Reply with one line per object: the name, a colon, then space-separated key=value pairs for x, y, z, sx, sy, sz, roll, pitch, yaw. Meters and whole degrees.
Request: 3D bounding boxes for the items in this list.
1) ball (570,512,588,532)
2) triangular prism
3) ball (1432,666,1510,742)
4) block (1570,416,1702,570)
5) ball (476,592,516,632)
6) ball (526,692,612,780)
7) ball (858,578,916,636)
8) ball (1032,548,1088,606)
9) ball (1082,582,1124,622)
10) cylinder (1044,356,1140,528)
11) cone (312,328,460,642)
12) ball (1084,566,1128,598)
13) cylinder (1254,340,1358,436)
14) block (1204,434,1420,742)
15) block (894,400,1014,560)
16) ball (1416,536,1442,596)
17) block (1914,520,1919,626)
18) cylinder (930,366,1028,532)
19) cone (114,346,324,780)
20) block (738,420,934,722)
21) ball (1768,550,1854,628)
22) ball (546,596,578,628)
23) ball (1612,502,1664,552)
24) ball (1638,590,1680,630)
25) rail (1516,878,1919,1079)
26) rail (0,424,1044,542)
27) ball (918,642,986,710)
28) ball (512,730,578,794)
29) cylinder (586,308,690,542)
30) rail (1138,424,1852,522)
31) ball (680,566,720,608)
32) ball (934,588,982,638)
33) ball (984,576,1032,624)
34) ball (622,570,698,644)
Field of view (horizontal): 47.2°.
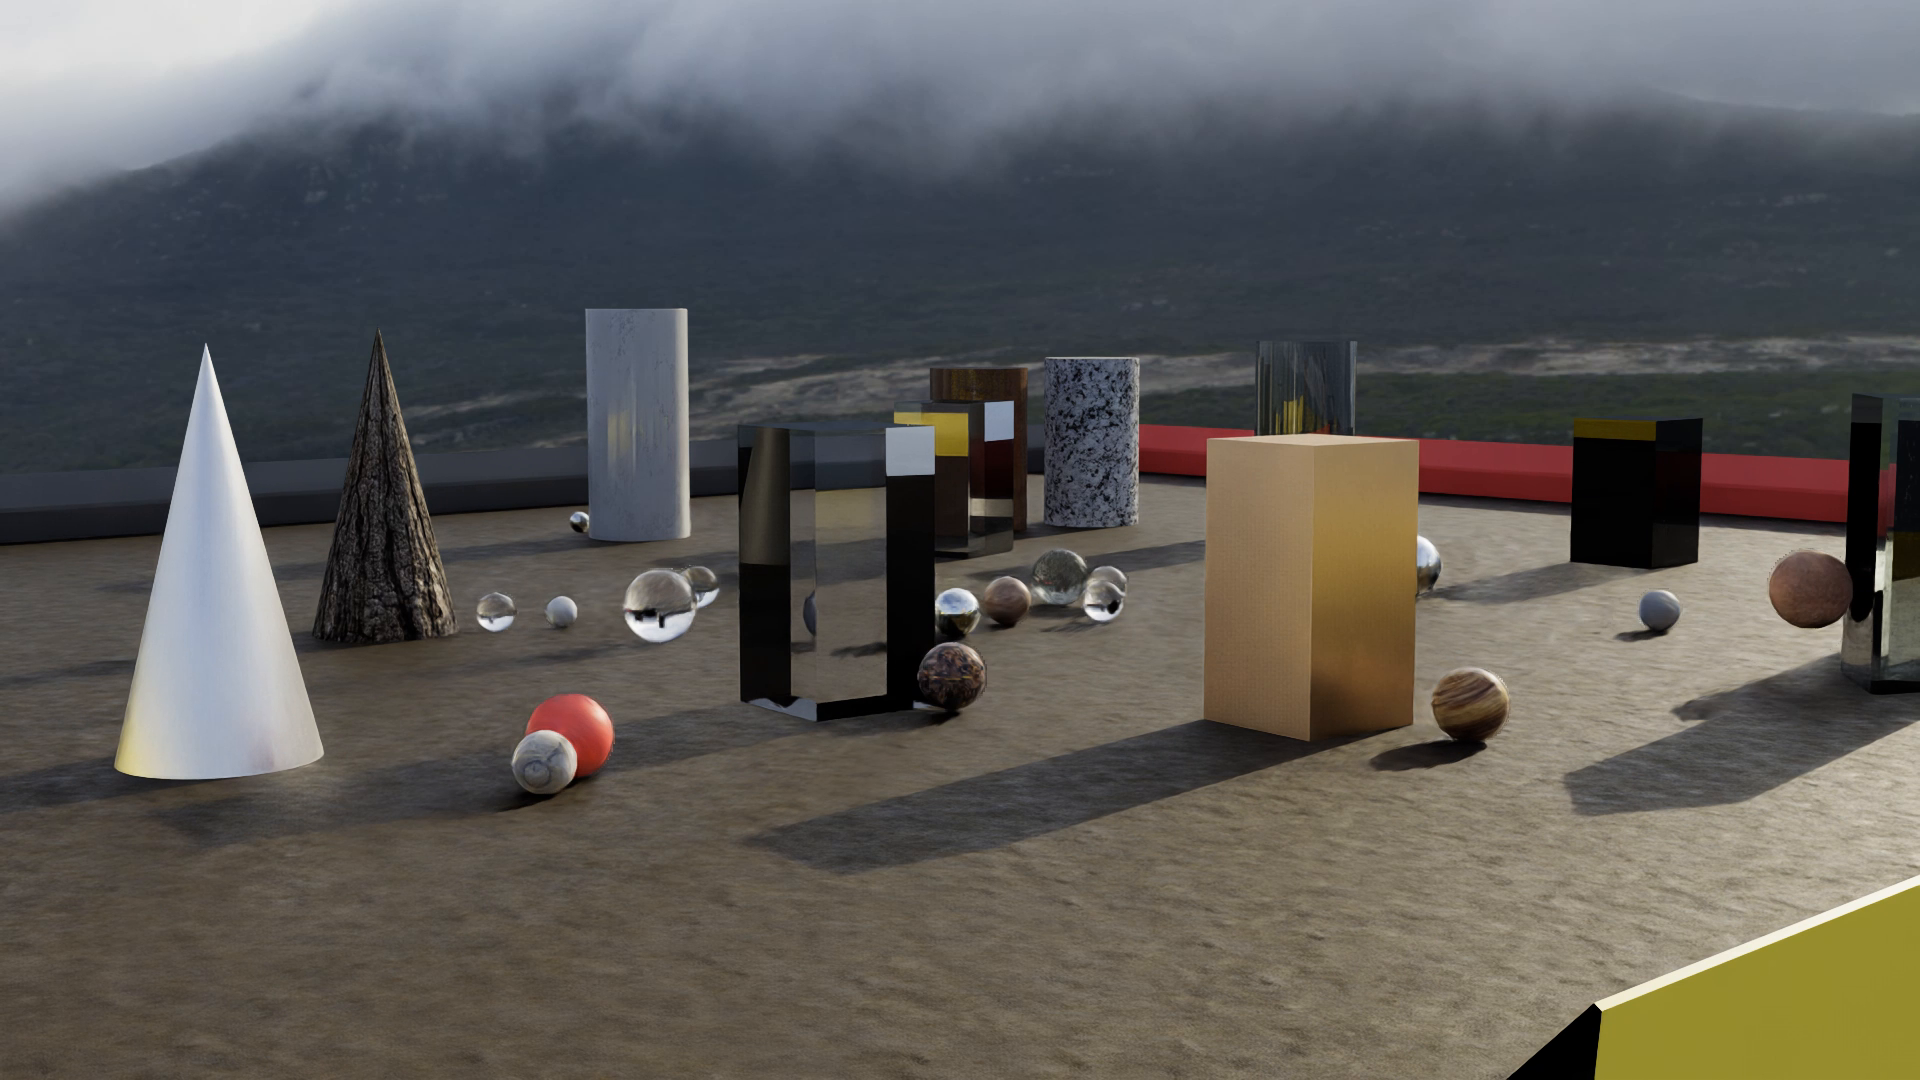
ball: x=-0.768 y=-0.036 z=4.440 sx=0.041 sy=0.041 sz=0.041 roll=0 pitch=6 yaw=0
triangular prism: x=1.121 y=-0.001 z=2.639 sx=0.172 sy=0.345 sz=0.149 roll=-2 pitch=6 yaw=-19
ball: x=0.529 y=0.170 z=2.278 sx=0.078 sy=0.078 sz=0.078 roll=0 pitch=6 yaw=0
block: x=1.199 y=-0.088 z=3.899 sx=0.159 sy=0.256 sz=0.159 roll=-6 pitch=8 yaw=-43
ball: x=-0.645 y=0.101 z=3.059 sx=0.054 sy=0.054 sz=0.054 roll=0 pitch=6 yaw=0
ball: x=-0.373 y=0.187 z=2.098 sx=0.082 sy=0.082 sz=0.082 roll=0 pitch=6 yaw=0
ball: x=-0.100 y=0.092 z=3.019 sx=0.080 sy=0.080 sz=0.080 roll=0 pitch=6 yaw=0
ball: x=0.152 y=0.057 z=3.330 sx=0.086 sy=0.086 sz=0.086 roll=0 pitch=6 yaw=0
ball: x=0.206 y=0.088 z=3.159 sx=0.058 sy=0.058 sz=0.058 roll=0 pitch=6 yaw=0
cylinder: x=0.276 y=-0.209 z=4.623 sx=0.199 sy=0.347 sz=0.199 roll=0 pitch=6 yaw=0
cone: x=-0.799 y=-0.084 z=3.039 sx=0.199 sy=0.426 sz=0.199 roll=0 pitch=6 yaw=0
ball: x=0.220 y=0.071 z=3.299 sx=0.064 sy=0.064 sz=0.064 roll=0 pitch=6 yaw=0
cylinder: x=0.684 y=-0.202 z=4.367 sx=0.199 sy=0.386 sz=0.199 roll=0 pitch=6 yaw=0
block: x=0.378 y=0.045 z=2.376 sx=0.159 sy=0.307 sz=0.159 roll=-4 pitch=7 yaw=-37
block: x=-0.011 y=-0.116 z=4.051 sx=0.159 sy=0.279 sz=0.159 roll=4 pitch=7 yaw=32
ball: x=0.699 y=0.040 z=3.429 sx=0.100 sy=0.100 sz=0.100 roll=0 pitch=6 yaw=0
block: x=1.467 y=-0.051 z=3.086 sx=0.159 sy=0.350 sz=0.159 roll=-4 pitch=7 yaw=-34
cylinder: x=0.038 y=-0.186 z=4.484 sx=0.199 sy=0.330 sz=0.199 roll=0 pitch=6 yaw=0
cone: x=-0.739 y=0.012 z=2.175 sx=0.199 sy=0.414 sz=0.199 roll=0 pitch=6 yaw=0
block: x=-0.140 y=0.029 z=2.485 sx=0.159 sy=0.317 sz=0.159 roll=-4 pitch=7 yaw=-37
ball: x=1.035 y=0.060 z=2.674 sx=0.096 sy=0.096 sz=0.096 roll=0 pitch=6 yaw=0
ball: x=-0.562 y=0.102 z=3.102 sx=0.044 sy=0.044 sz=0.044 roll=0 pitch=6 yaw=0
ball: x=1.255 y=-0.023 z=4.069 sx=0.092 sy=0.092 sz=0.092 roll=0 pitch=6 yaw=0
ball: x=0.978 y=0.098 z=3.076 sx=0.057 sy=0.057 sz=0.057 roll=0 pitch=6 yaw=0
rail: x=1.283 y=0.178 z=1.948 sx=4.541 sy=0.129 sz=0.045 roll=-5 pitch=8 yaw=-42
rail: x=-1.283 y=-0.110 z=4.715 sx=4.541 sy=0.129 sz=0.045 roll=-5 pitch=8 yaw=-42
ball: x=-0.009 y=0.152 z=2.449 sx=0.076 sy=0.076 sz=0.076 roll=0 pitch=6 yaw=0
ball: x=-0.383 y=0.205 z=2.030 sx=0.060 sy=0.060 sz=0.060 roll=0 pitch=6 yaw=0
cylinder: x=-0.636 y=-0.231 z=4.342 sx=0.199 sy=0.448 sz=0.199 roll=0 pitch=6 yaw=0
rail: x=1.651 y=-0.124 z=4.847 sx=0.045 sy=0.129 sz=3.832 roll=-5 pitch=8 yaw=-42
ball: x=-0.394 y=0.070 z=3.306 sx=0.064 sy=0.064 sz=0.064 roll=0 pitch=6 yaw=0
ball: x=-0.005 y=0.100 z=3.009 sx=0.067 sy=0.067 sz=0.067 roll=0 pitch=6 yaw=0
ball: x=0.067 y=0.086 z=3.132 sx=0.068 sy=0.068 sz=0.068 roll=0 pitch=6 yaw=0
ball: x=-0.403 y=0.089 z=2.956 sx=0.099 sy=0.099 sz=0.099 roll=0 pitch=6 yaw=0
